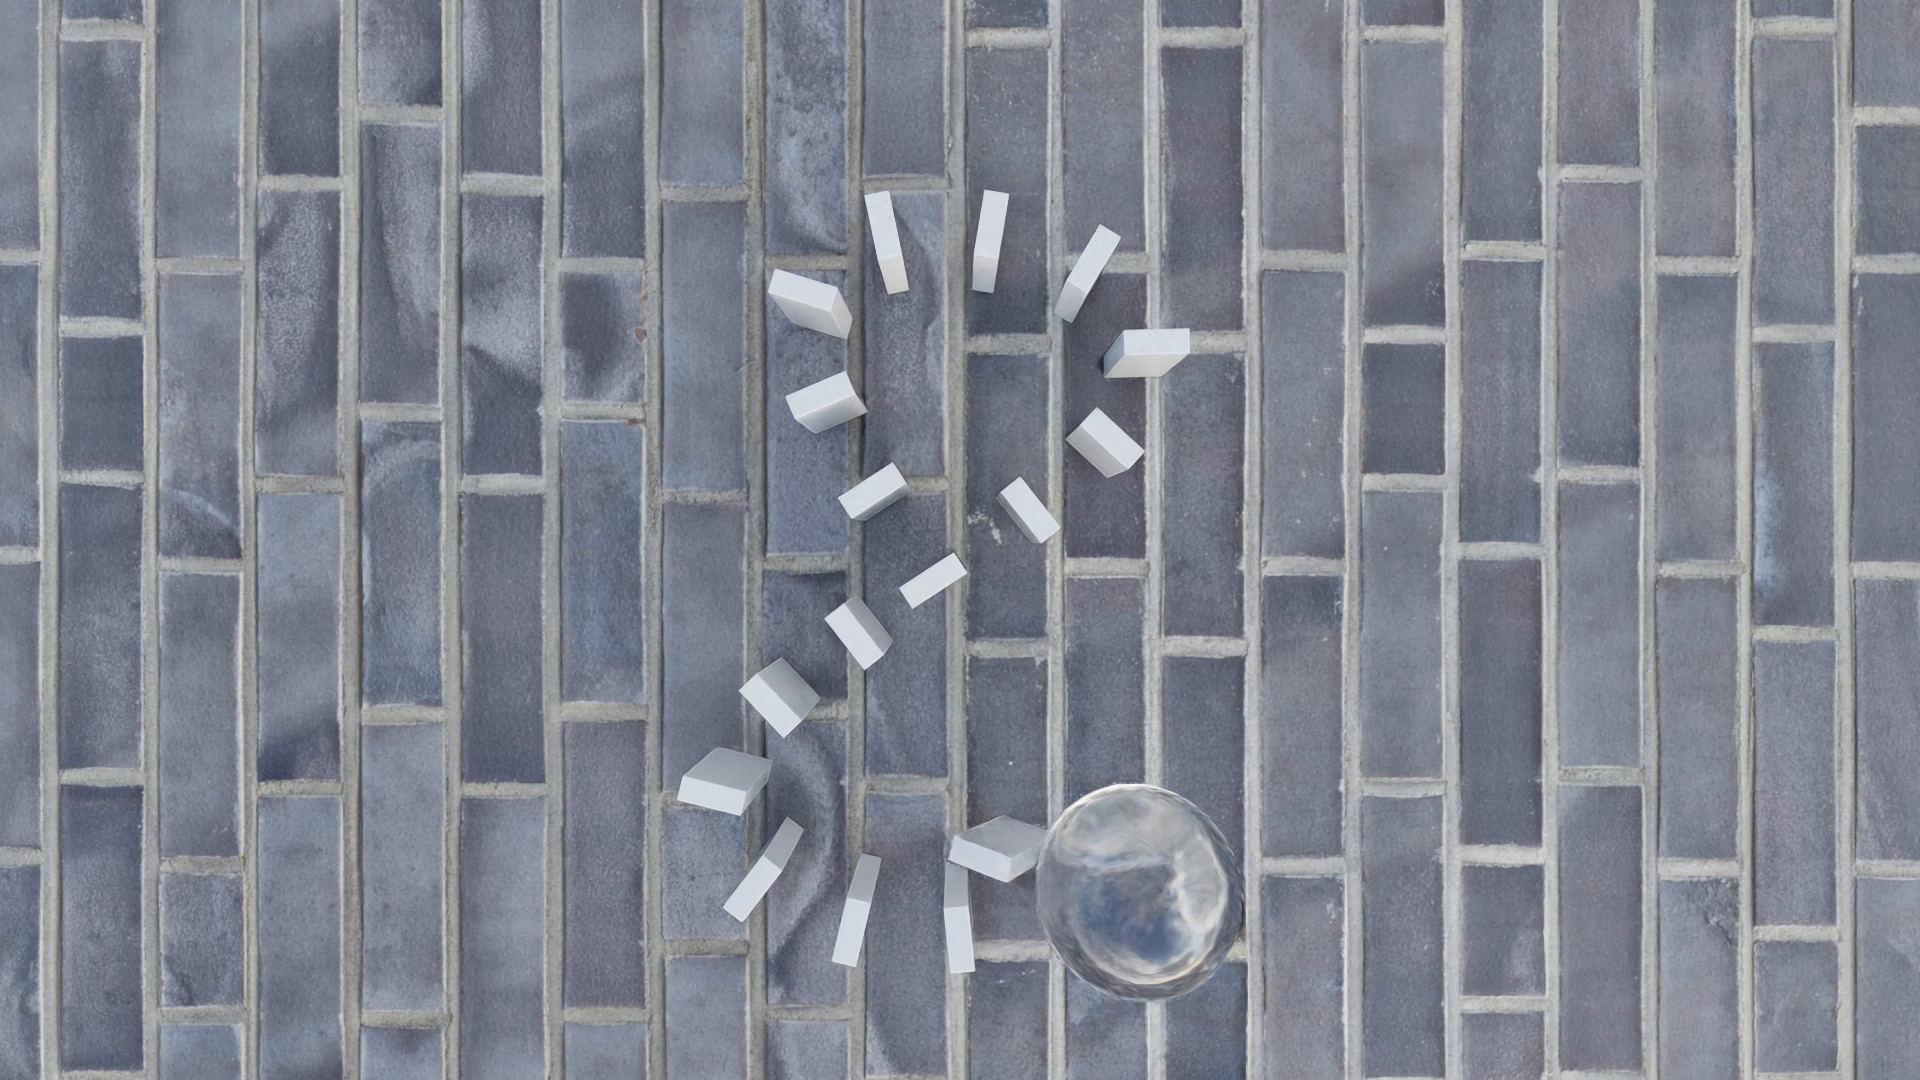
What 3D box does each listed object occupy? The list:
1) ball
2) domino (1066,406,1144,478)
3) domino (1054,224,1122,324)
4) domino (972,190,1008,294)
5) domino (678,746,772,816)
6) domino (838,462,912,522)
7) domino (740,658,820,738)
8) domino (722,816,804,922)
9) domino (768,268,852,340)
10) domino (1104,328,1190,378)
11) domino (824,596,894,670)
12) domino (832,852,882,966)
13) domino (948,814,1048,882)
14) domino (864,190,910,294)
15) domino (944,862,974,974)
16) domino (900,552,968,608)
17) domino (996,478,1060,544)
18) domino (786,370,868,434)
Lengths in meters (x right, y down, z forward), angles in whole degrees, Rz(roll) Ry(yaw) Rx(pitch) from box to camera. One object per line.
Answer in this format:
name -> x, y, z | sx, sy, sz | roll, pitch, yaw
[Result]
ball -> 0.069, 0.137, 0.360 | 0.080, 0.080, 0.080 | 0, 90, 0
domino -> 0.058, -0.039, 0.375 | 0.025, 0.050, 0.009 | 43, 90, 0
domino -> 0.051, -0.108, 0.375 | 0.010, 0.050, 0.025 | 31, 90, 0
domino -> 0.012, -0.121, 0.375 | 0.010, 0.050, 0.025 | 10, 90, 0
domino -> -0.095, 0.098, 0.375 | 0.025, 0.050, 0.010 | 14, 90, 0
domino -> -0.034, -0.019, 0.375 | 0.025, 0.050, 0.009 | -33, 90, 0
domino -> -0.073, 0.063, 0.375 | 0.010, 0.050, 0.025 | -43, 90, 0
domino -> -0.079, 0.133, 0.375 | 0.009, 0.050, 0.025 | 38, 90, 0
domino -> -0.060, -0.096, 0.375 | 0.025, 0.050, 0.010 | 17, 90, 0
domino -> 0.075, -0.076, 0.375 | 0.025, 0.050, 0.010 | -1, 90, 0
domino -> -0.040, 0.037, 0.375 | 0.010, 0.050, 0.025 | -38, 90, 0
domino -> -0.042, 0.150, 0.375 | 0.010, 0.050, 0.025 | 13, 90, 0
domino -> 0.018, 0.124, 0.372 | 0.025, 0.050, 0.010 | 13, 90, 26
domino -> -0.029, -0.120, 0.375 | 0.009, 0.050, 0.025 | -12, 90, 0
domino -> 0.000, 0.153, 0.375 | 0.009, 0.050, 0.025 | -6, 90, 0
domino -> -0.010, 0.015, 0.375 | 0.025, 0.050, 0.009 | -33, 90, 0
domino -> 0.027, -0.012, 0.375 | 0.009, 0.050, 0.025 | -38, 90, 0
domino -> -0.053, -0.055, 0.375 | 0.025, 0.050, 0.010 | -23, 90, 0
